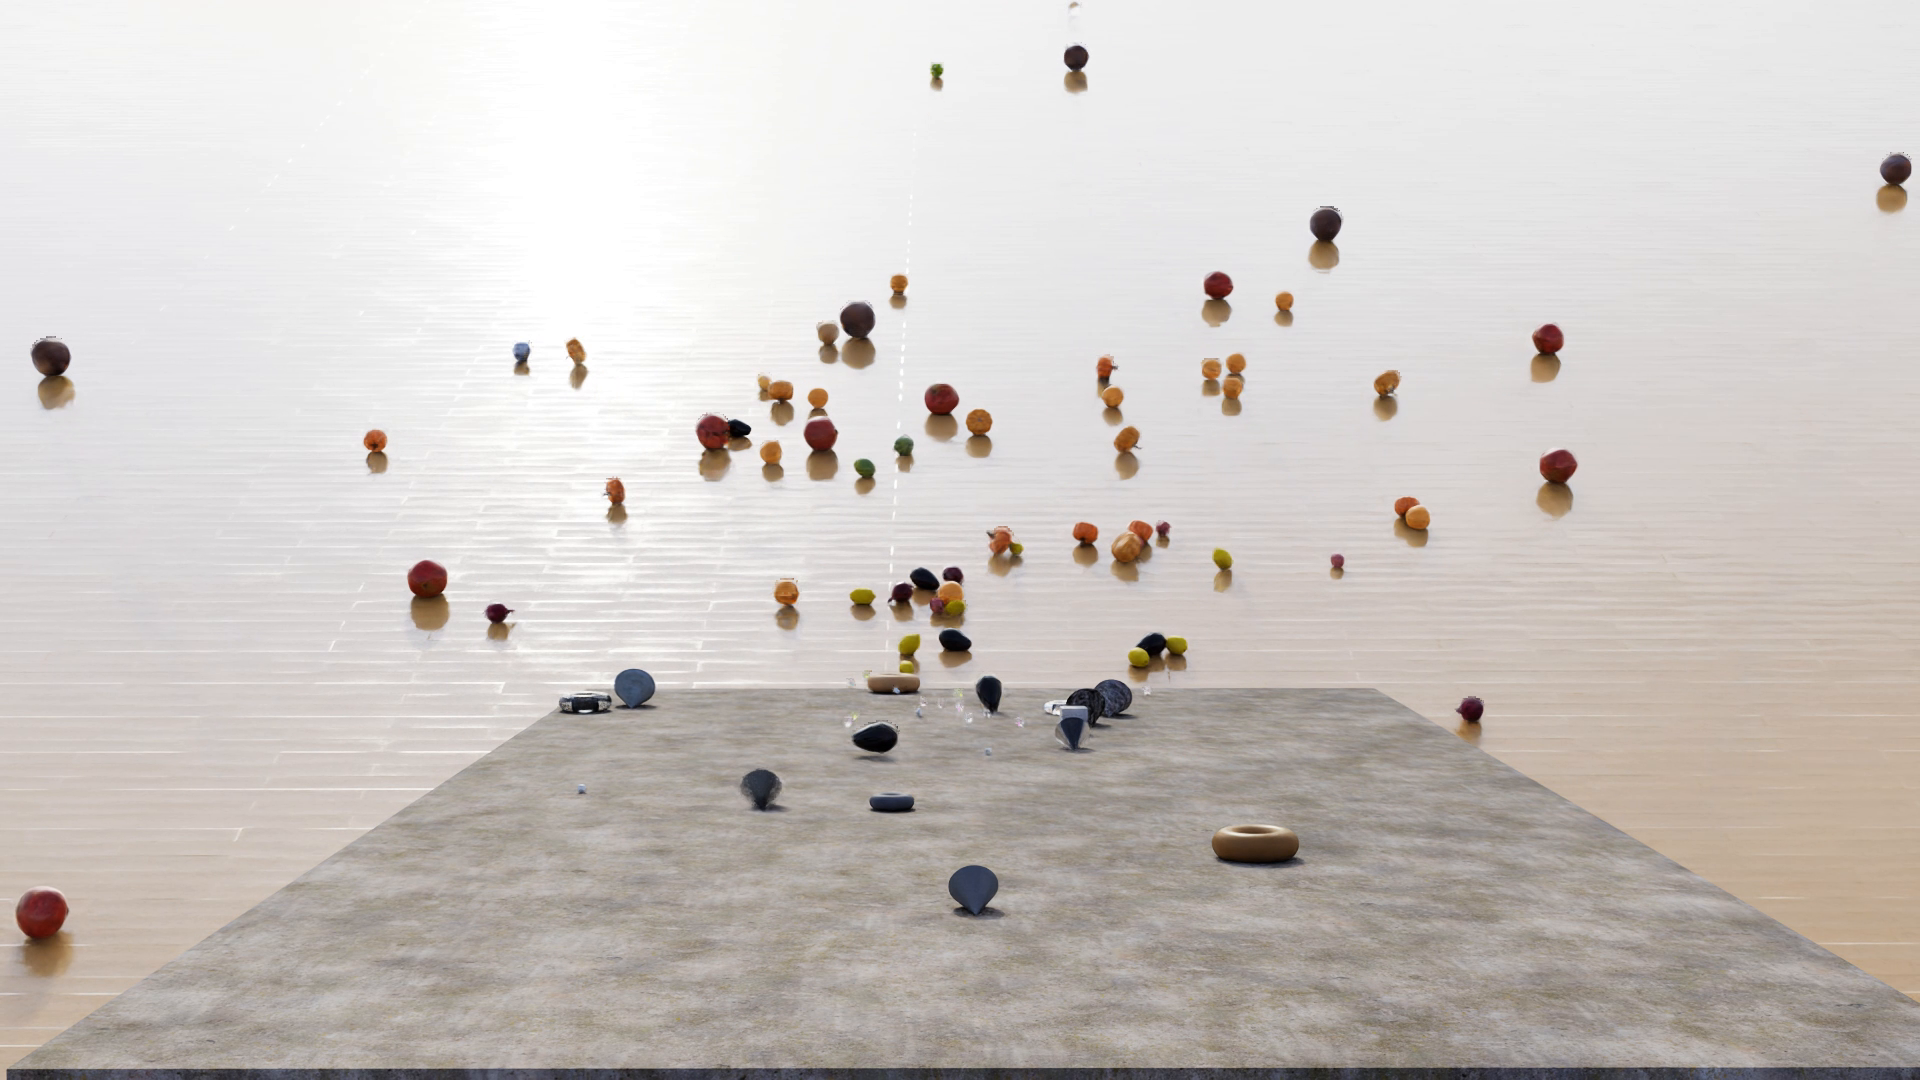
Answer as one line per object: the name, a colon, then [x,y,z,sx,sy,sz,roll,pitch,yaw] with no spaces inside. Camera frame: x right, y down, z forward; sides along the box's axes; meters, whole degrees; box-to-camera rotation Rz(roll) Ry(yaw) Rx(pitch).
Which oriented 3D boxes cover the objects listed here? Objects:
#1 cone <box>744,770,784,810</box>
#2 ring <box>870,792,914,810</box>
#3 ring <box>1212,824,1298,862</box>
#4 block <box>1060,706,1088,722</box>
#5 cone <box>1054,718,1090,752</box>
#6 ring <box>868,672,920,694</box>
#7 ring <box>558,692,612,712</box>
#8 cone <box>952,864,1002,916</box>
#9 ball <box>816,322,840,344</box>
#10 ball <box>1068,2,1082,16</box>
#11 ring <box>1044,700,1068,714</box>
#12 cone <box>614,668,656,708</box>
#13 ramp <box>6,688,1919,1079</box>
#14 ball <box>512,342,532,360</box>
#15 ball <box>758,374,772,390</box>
cone: [-0.338,0.440,4.379,0.071,0.071,0.071,3,46,6]
ring: [-0.116,0.443,4.366,0.077,0.026,0.077,1,1,0]
ring: [0.441,0.453,3.844,0.130,0.043,0.130,-1,3,0]
block: [0.244,0.386,5.524,0.055,0.055,0.055,0,2,-3]
cone: [0.230,0.409,5.214,0.072,0.072,0.072,-1,29,-2]
ring: [-0.166,0.358,6.450,0.134,0.045,0.134,1,1,0]
ring: [-0.872,0.377,5.992,0.123,0.041,0.123,-1,3,0]
cone: [0.019,0.476,3.397,0.067,0.067,0.067,2,40,4]
ball: [-0.470,-0.738,9.170,0.081,0.081,0.081,0,24,0]
ball: [0.621,-2.886,13.994,0.075,0.075,0.075,0,24,0]
ring: [0.233,0.386,5.931,0.080,0.027,0.080,-1,3,0]
cone: [-0.772,0.372,6.080,0.100,0.100,0.100,-1,29,-1]
ramp: [0.055,0.499,4.546,2.000,0.100,4.000,0,2,0]
ball: [-1.535,-0.663,9.018,0.067,0.067,0.067,0,24,0]
ball: [-0.664,-0.539,8.760,0.051,0.051,0.051,0,24,0]
